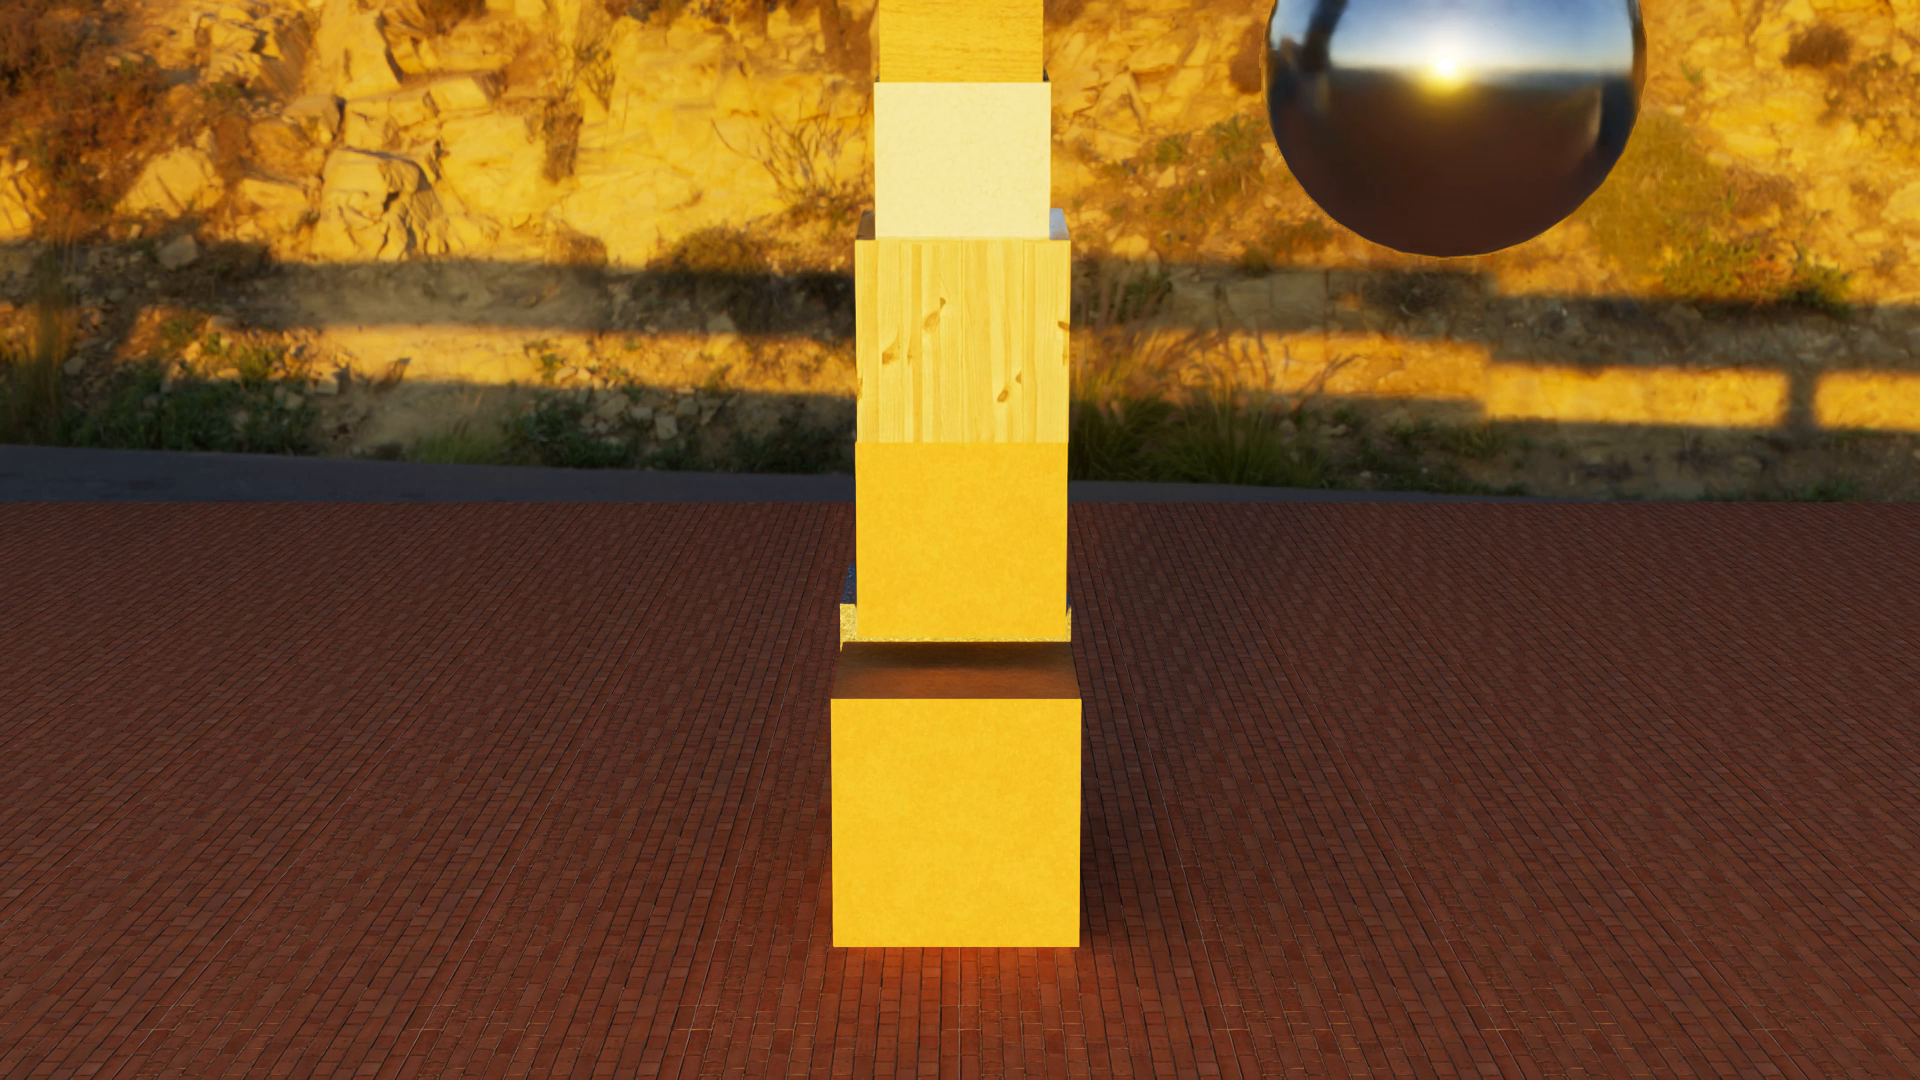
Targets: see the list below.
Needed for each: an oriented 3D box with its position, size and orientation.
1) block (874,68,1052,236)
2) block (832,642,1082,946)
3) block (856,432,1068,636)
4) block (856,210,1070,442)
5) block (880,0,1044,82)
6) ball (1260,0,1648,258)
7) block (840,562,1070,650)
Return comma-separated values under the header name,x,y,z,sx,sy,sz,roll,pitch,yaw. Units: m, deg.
name,x,y,z,sx,sy,sz,roll,pitch,yaw
block,0.010,-1.627,10.704,0.710,0.620,0.680,0,15,0
block,-0.015,1.053,10.877,1.001,1.037,1.053,0,10,0
block,0.007,-0.112,11.122,0.877,0.844,0.860,0,15,0
block,0.011,-0.924,10.898,0.871,0.839,0.880,0,15,0
block,0.004,-2.185,10.550,0.652,0.539,0.677,0,15,0
ball,2.074,-1.996,10.818,1.600,1.600,1.600,0,10,0
block,-0.019,0.788,11.864,1.015,1.205,0.964,0,10,0
